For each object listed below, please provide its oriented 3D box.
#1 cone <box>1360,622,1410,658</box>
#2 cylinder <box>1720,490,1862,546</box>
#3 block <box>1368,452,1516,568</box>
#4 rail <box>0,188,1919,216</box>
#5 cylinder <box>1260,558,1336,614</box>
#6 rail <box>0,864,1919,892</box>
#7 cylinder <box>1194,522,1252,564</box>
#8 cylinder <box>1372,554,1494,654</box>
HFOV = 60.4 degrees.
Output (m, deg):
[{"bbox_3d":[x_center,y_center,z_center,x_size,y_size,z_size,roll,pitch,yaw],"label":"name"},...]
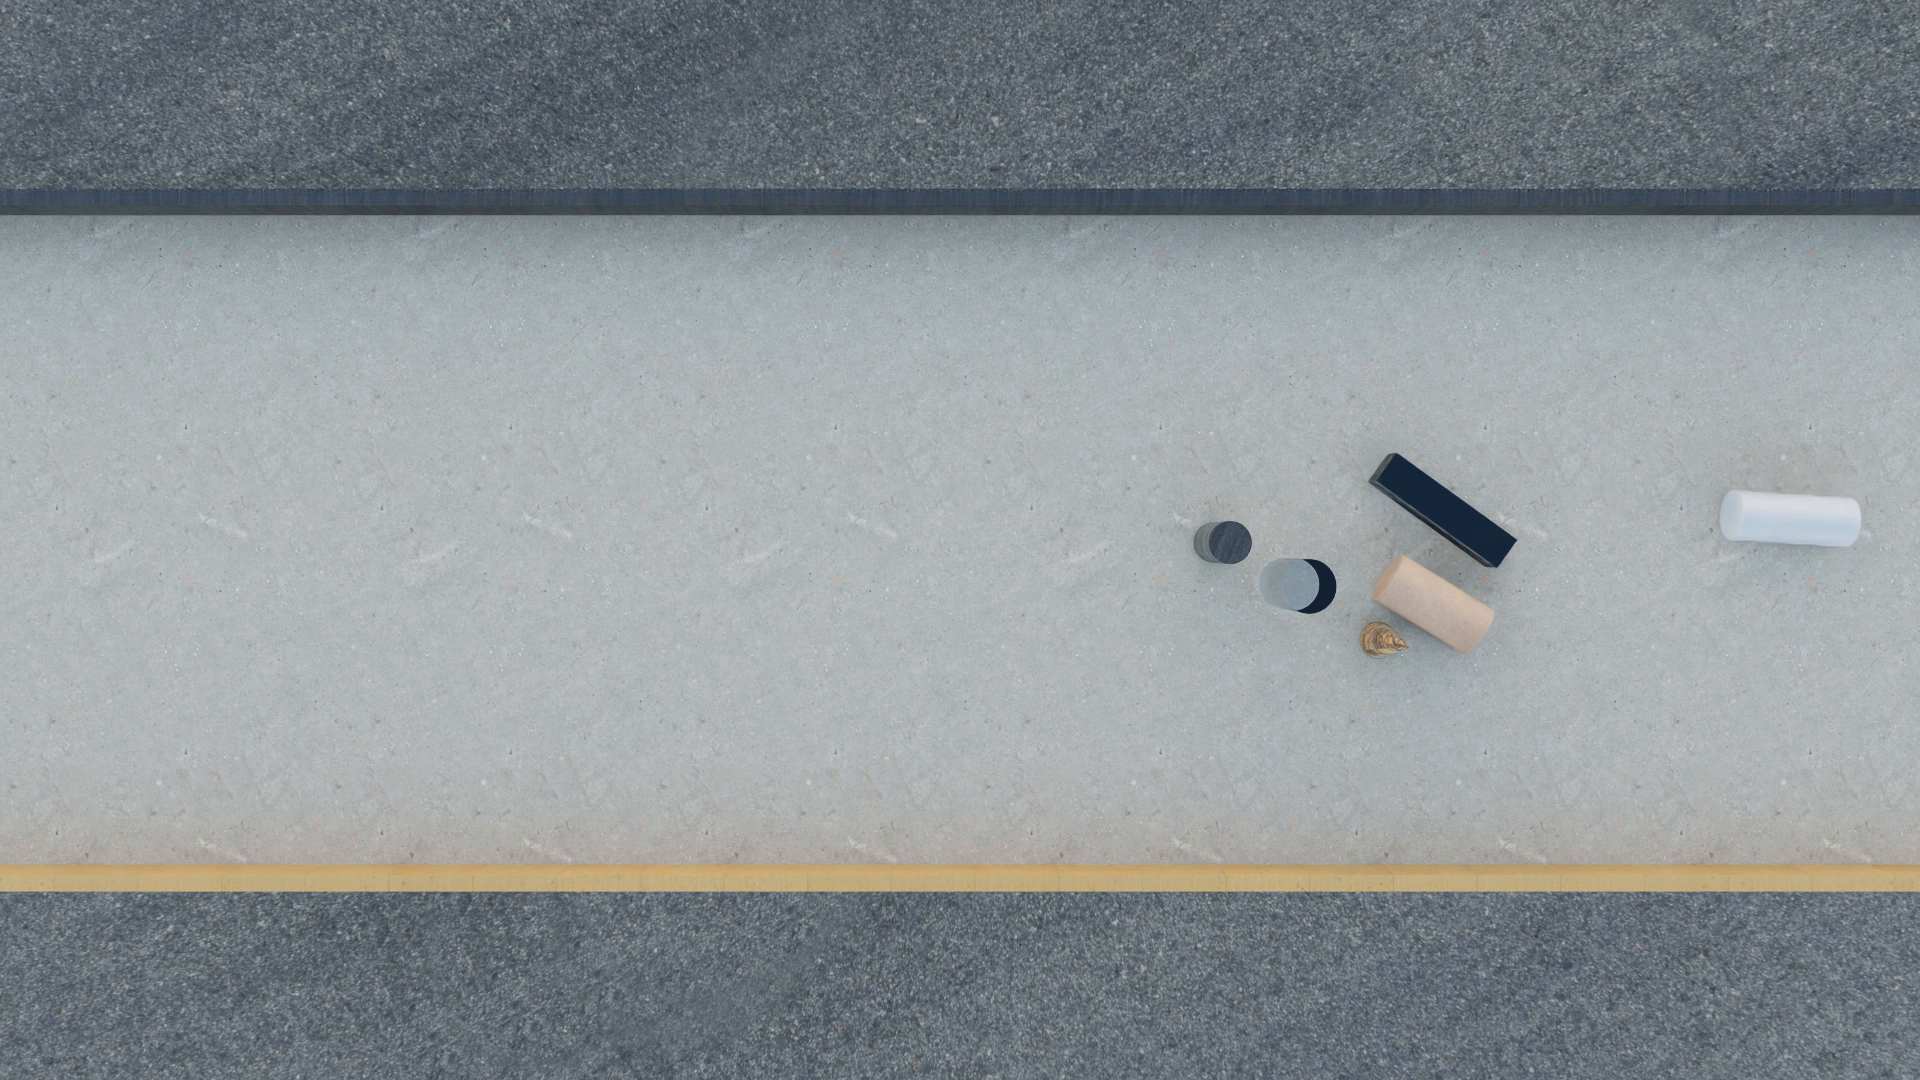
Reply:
[{"bbox_3d":[1.287,0.308,4.900,0.114,0.353,0.114,0,90,0],"label":"cone"},{"bbox_3d":[2.516,-0.066,5.002,0.353,0.150,0.150,4,90,0],"label":"cylinder"},{"bbox_3d":[1.468,-0.090,5.024,0.450,0.105,0.105,36,90,0],"label":"block"},{"bbox_3d":[-2.247,-1.025,5.002,12.000,0.150,0.050,0,90,0],"label":"rail"},{"bbox_3d":[1.000,0.133,4.899,0.158,0.355,0.158,0,90,0],"label":"cylinder"},{"bbox_3d":[-2.247,1.025,5.001,12.000,0.150,0.050,0,90,0],"label":"rail"},{"bbox_3d":[0.782,0.007,4.923,0.125,0.308,0.125,0,90,0],"label":"cylinder"},{"bbox_3d":[1.432,0.193,4.996,0.320,0.161,0.161,32,90,0],"label":"cylinder"}]
